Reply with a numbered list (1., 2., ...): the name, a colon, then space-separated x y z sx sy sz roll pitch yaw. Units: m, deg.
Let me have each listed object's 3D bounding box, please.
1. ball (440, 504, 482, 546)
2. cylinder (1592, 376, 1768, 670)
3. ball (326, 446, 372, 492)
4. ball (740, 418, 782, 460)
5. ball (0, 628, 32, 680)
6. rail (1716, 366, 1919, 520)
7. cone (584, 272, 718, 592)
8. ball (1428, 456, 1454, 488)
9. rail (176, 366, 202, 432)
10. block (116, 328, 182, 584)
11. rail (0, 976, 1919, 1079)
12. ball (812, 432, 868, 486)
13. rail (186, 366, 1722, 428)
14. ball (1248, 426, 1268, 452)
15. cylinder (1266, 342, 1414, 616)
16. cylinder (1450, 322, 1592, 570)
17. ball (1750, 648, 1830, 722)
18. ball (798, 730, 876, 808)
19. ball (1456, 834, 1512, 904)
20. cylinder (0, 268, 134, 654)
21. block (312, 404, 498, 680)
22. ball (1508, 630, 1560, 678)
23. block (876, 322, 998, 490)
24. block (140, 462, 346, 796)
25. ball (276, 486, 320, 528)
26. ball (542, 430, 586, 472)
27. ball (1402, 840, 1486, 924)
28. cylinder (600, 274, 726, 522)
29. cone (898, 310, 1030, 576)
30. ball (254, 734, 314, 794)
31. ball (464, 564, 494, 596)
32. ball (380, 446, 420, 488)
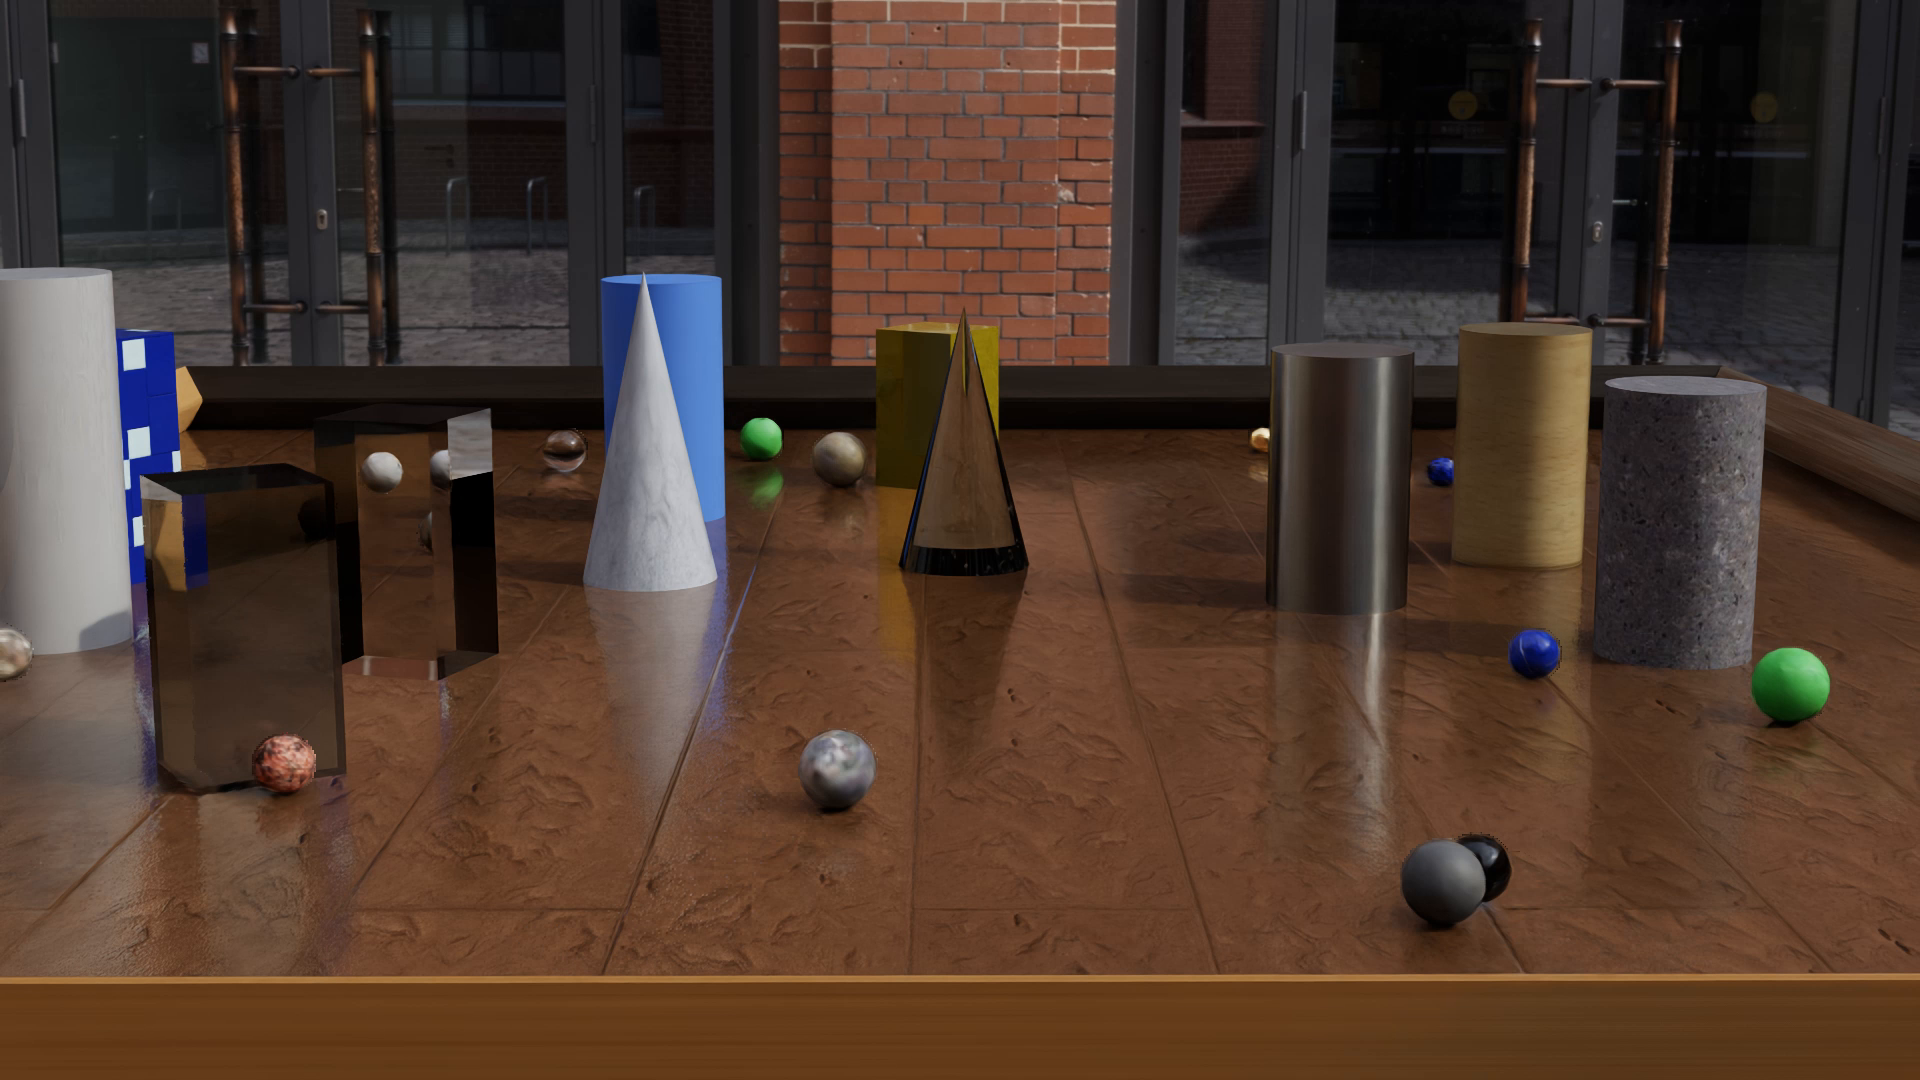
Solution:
1. ball: -0.763 -0.024 3.921 0.065 0.065 0.065 0 11 0
2. cylinder: 0.892 -0.025 3.184 0.193 0.336 0.193 0 11 0
3. ball: -1.052 -0.122 4.420 0.076 0.076 0.076 0 11 0
4. ball: -0.369 -0.188 4.762 0.080 0.080 0.080 0 11 0
5. ball: -1.142 0.137 3.065 0.062 0.062 0.062 0 11 0
6. rail: 1.525 0.031 3.458 0.045 0.125 3.516 0 11 0
7. cone: -0.444 -0.162 3.638 0.193 0.440 0.193 0 11 0
8. ball: 0.840 -0.118 4.463 0.053 0.053 0.053 0 11 0
9. rail: -1.525 0.034 3.440 0.045 0.125 3.516 0 11 0
10. block: -1.226 -0.119 3.659 0.154 0.349 0.154 5 12 27
11. rail: 0.010 0.349 1.744 3.098 0.125 0.045 0 11 0
12. ball: -0.209 -0.141 4.464 0.096 0.096 0.096 0 11 0
13. rail: -0.010 -0.285 5.154 3.098 0.125 0.045 0 11 0
14. ball: 0.572 -0.190 4.861 0.048 0.048 0.048 0 11 0
15. cylinder: 0.516 -0.087 3.491 0.193 0.345 0.193 0 11 0
16. cylinder: 0.830 -0.142 3.795 0.193 0.342 0.193 0 11 0
17. ball: 0.928 0.162 2.869 0.084 0.084 0.084 0 11 0
18. ball: -0.122 0.227 2.539 0.077 0.077 0.077 0 11 0
19. ball: 0.453 0.289 2.252 0.060 0.060 0.060 0 11 0
20. cylinder: -1.161 -0.104 3.251 0.193 0.467 0.193 0 11 0
21. block: -0.674 -0.001 3.131 0.154 0.309 0.154 3 11 17
22. ball: 0.688 0.136 3.074 0.059 0.059 0.059 0 11 0
23. block: -0.039 -0.234 4.479 0.154 0.274 0.154 7 12 32
24. block: -0.743 0.088 2.661 0.154 0.306 0.154 -7 12 -32
25. ball: -1.049 -0.052 4.068 0.067 0.067 0.067 0 11 0
26. ball: -0.713 -0.161 4.626 0.077 0.077 0.077 0 11 0
27. ball: 0.414 0.293 2.198 0.072 0.072 0.072 0 11 0
28. cylinder: -0.480 -0.230 4.154 0.193 0.385 0.193 0 11 0
29. cone: 0.006 -0.152 3.748 0.193 0.381 0.193 0 11 0
30. ball: -0.683 0.226 2.591 0.059 0.059 0.059 0 11 0
31. ball: -0.667 0.056 3.556 0.042 0.042 0.042 0 11 0
32. ball: -0.973 -0.127 4.458 0.071 0.071 0.071 0 11 0
